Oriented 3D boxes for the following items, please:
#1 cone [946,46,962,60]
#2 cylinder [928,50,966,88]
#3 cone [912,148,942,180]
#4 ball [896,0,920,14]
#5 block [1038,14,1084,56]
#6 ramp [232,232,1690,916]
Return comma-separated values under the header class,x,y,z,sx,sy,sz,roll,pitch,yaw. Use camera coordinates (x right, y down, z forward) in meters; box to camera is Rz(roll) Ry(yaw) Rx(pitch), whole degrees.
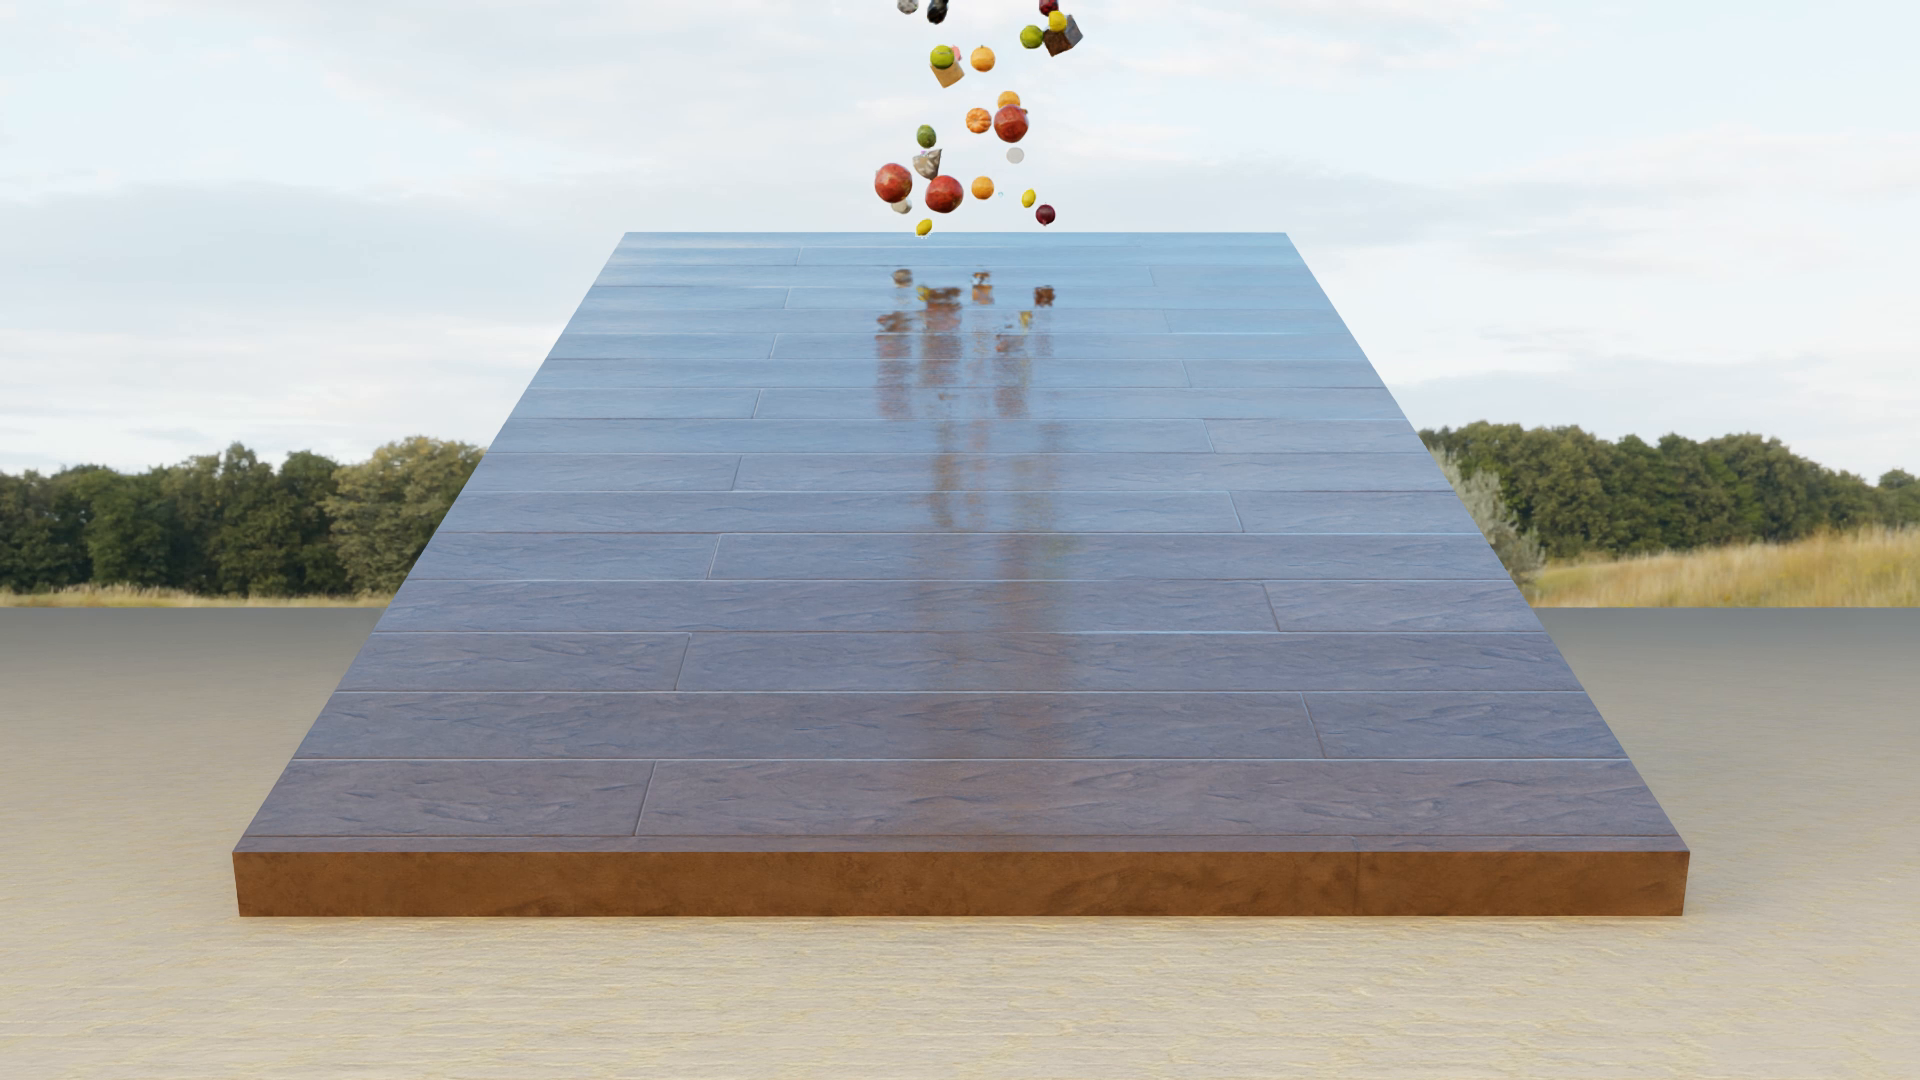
class,x,y,z,sx,sy,sz,roll,pitch,yaw
cone,-0.007,-1.409,6.605,0.052,0.052,0.052,-1,-9,36
cylinder,-0.037,-1.352,6.507,0.077,0.077,0.077,-29,21,12
cone,-0.077,-1.112,6.590,0.091,0.091,0.091,1,-32,-40
ball,-0.148,-1.521,6.411,0.065,0.065,0.065,0,-2,0
block,0.302,-1.507,6.762,0.081,0.081,0.081,-14,27,39
ramp,-0.005,-0.206,5.004,2.000,0.100,4.000,0,20,0
